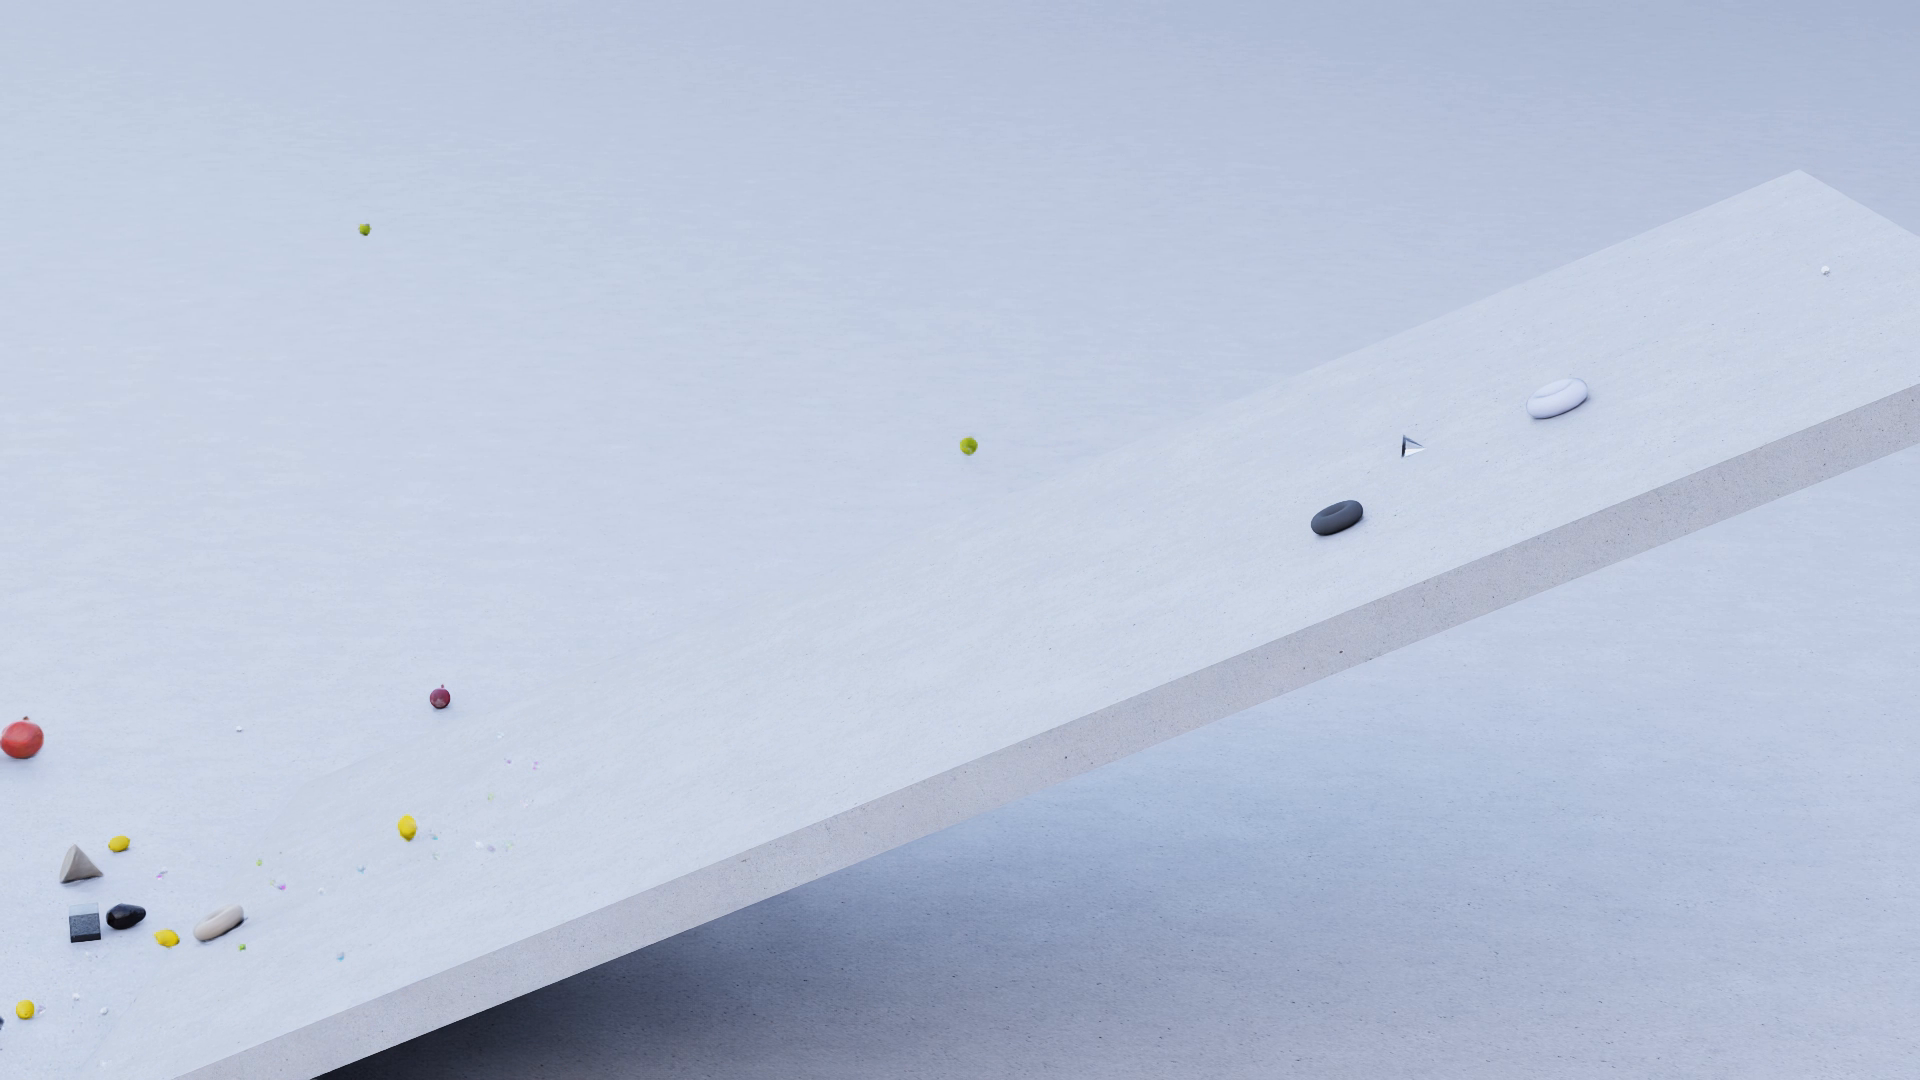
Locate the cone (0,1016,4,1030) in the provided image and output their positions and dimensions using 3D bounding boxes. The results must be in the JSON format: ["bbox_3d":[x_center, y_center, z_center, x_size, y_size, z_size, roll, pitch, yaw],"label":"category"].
[{"bbox_3d":[-2.045,1.047,6.213,0.063,0.063,0.063,-8,43,-27],"label":"cone"}]

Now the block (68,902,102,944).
[{"bbox_3d":[-2.015,0.881,6.771,0.066,0.066,0.066,-4,15,-16],"label":"block"}]

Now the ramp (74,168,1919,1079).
[{"bbox_3d":[0.130,0.171,6.286,4.000,0.100,2.000,-22,13,8],"label":"ramp"}]

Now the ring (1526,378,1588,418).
[{"bbox_3d":[1.192,-0.283,5.873,0.128,0.043,0.128,-24,13,6],"label":"ring"}]

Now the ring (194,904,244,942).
[{"bbox_3d":[-1.624,0.838,6.445,0.120,0.040,0.120,-26,10,5],"label":"ring"}]

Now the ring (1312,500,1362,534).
[{"bbox_3d":[0.736,-0.044,5.742,0.108,0.036,0.108,-24,11,5],"label":"ring"}]
